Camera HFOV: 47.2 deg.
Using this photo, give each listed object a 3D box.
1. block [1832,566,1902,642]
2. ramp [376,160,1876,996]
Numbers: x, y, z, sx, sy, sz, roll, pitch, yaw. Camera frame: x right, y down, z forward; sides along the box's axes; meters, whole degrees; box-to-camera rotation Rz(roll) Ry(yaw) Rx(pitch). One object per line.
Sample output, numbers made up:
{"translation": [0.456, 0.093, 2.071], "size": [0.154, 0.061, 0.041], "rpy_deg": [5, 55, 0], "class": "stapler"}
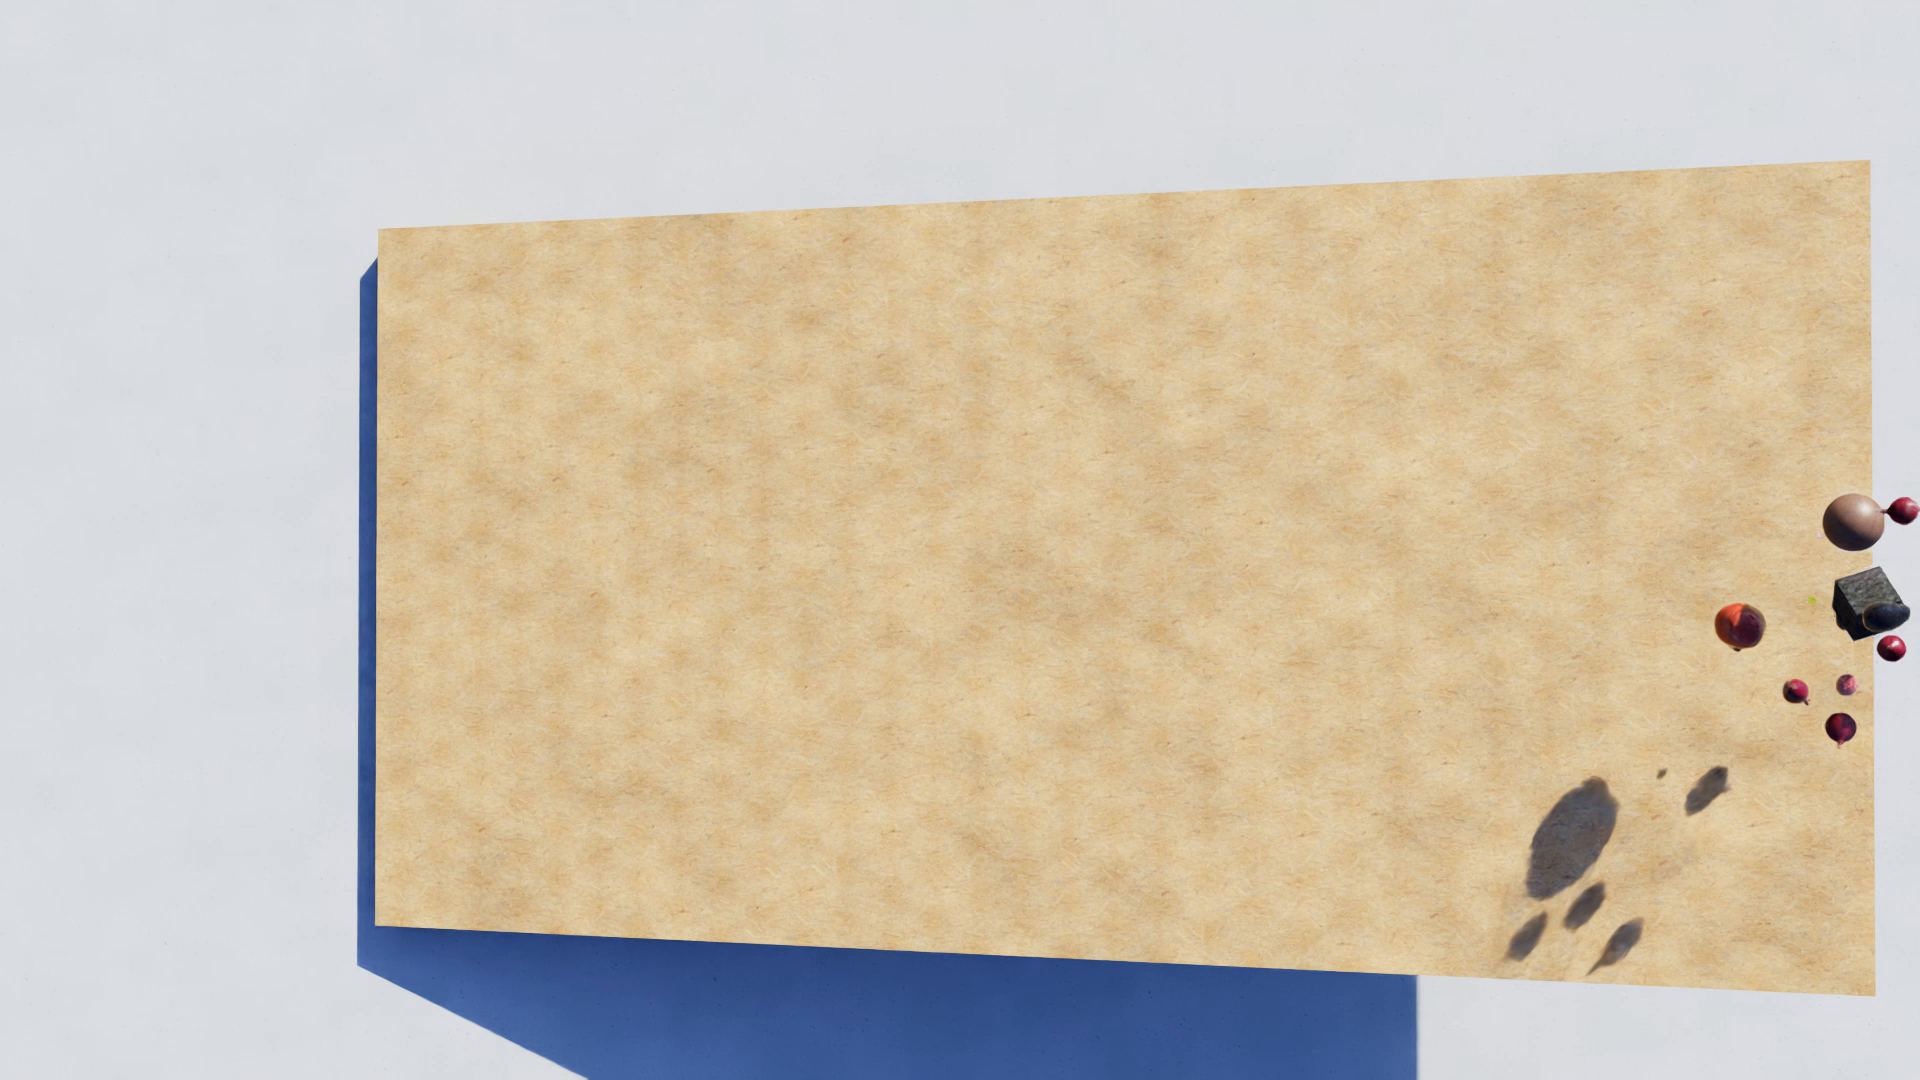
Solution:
{"translation": [1.905, 0.134, 4.620], "size": [0.097, 0.097, 0.097], "rpy_deg": [-18, 50, 3], "class": "block"}
{"translation": [0.267, 0.097, 5.833], "size": [4.000, 0.100, 2.000], "rpy_deg": [0, 89, 15], "class": "ramp"}
